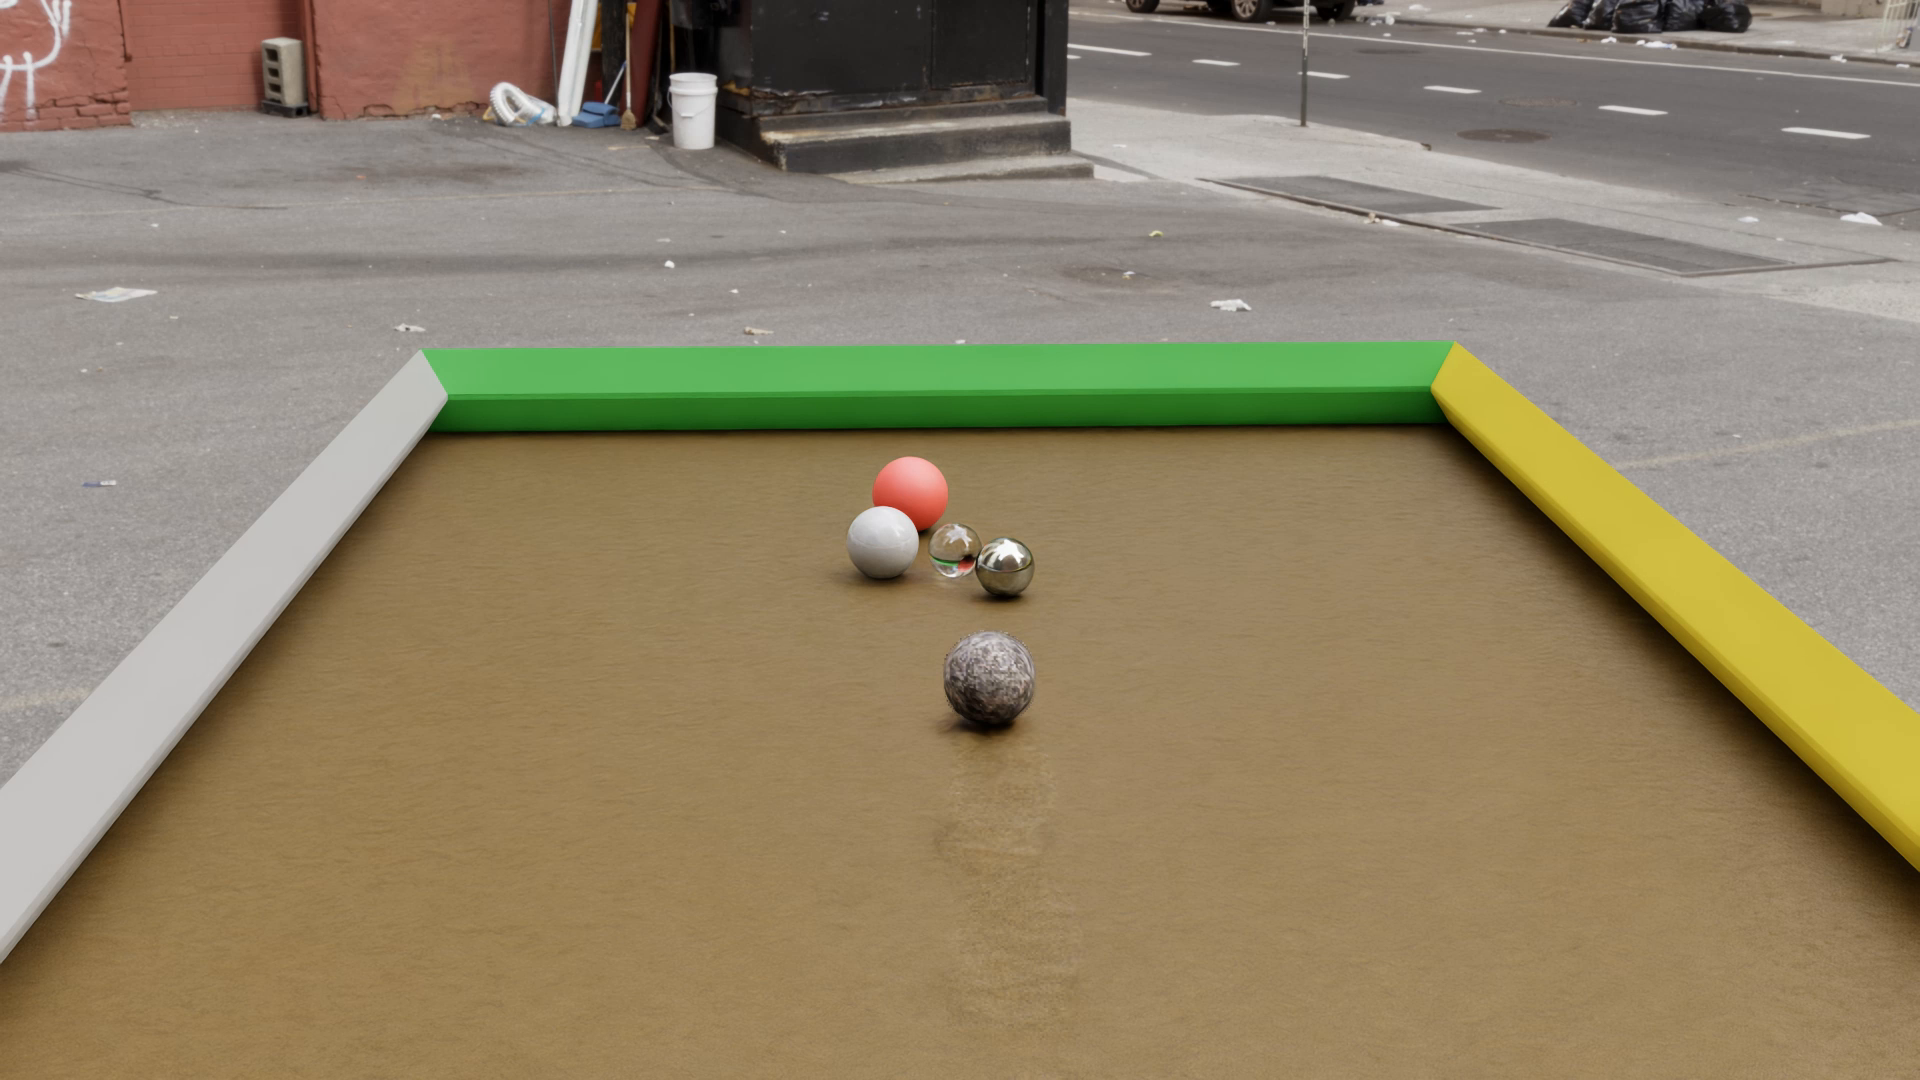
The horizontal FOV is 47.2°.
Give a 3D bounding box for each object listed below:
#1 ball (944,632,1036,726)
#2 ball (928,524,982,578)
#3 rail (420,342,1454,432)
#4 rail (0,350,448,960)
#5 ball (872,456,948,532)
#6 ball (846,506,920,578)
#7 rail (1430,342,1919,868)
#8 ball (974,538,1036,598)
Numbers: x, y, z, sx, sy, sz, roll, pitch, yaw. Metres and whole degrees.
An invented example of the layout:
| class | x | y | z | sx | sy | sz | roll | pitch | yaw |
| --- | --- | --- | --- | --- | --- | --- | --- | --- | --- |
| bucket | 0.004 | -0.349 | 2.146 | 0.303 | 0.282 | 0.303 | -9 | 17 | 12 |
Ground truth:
| class | x | y | z | sx | sy | sz | roll | pitch | yaw |
| --- | --- | --- | --- | --- | --- | --- | --- | --- | --- |
| ball | 0.029 | 0.134 | 2.131 | 0.090 | 0.090 | 0.090 | 0 | 17 | 0 |
| ball | -0.006 | 0.012 | 2.579 | 0.064 | 0.064 | 0.064 | 0 | 17 | 0 |
| rail | -0.026 | -0.222 | 3.244 | 1.533 | 0.124 | 0.045 | -1 | 17 | -2 |
| rail | -0.716 | 0.192 | 1.882 | 0.045 | 0.124 | 2.841 | -1 | 17 | -2 |
| ball | -0.062 | -0.057 | 2.752 | 0.095 | 0.095 | 0.095 | 0 | 17 | 0 |
| ball | -0.091 | 0.003 | 2.572 | 0.085 | 0.085 | 0.085 | 0 | 17 | 0 |
| rail | 0.769 | 0.175 | 1.935 | 0.045 | 0.124 | 2.841 | -1 | 17 | -2 |
| ball | 0.051 | 0.031 | 2.510 | 0.069 | 0.069 | 0.069 | 0 | 17 | 0 |
